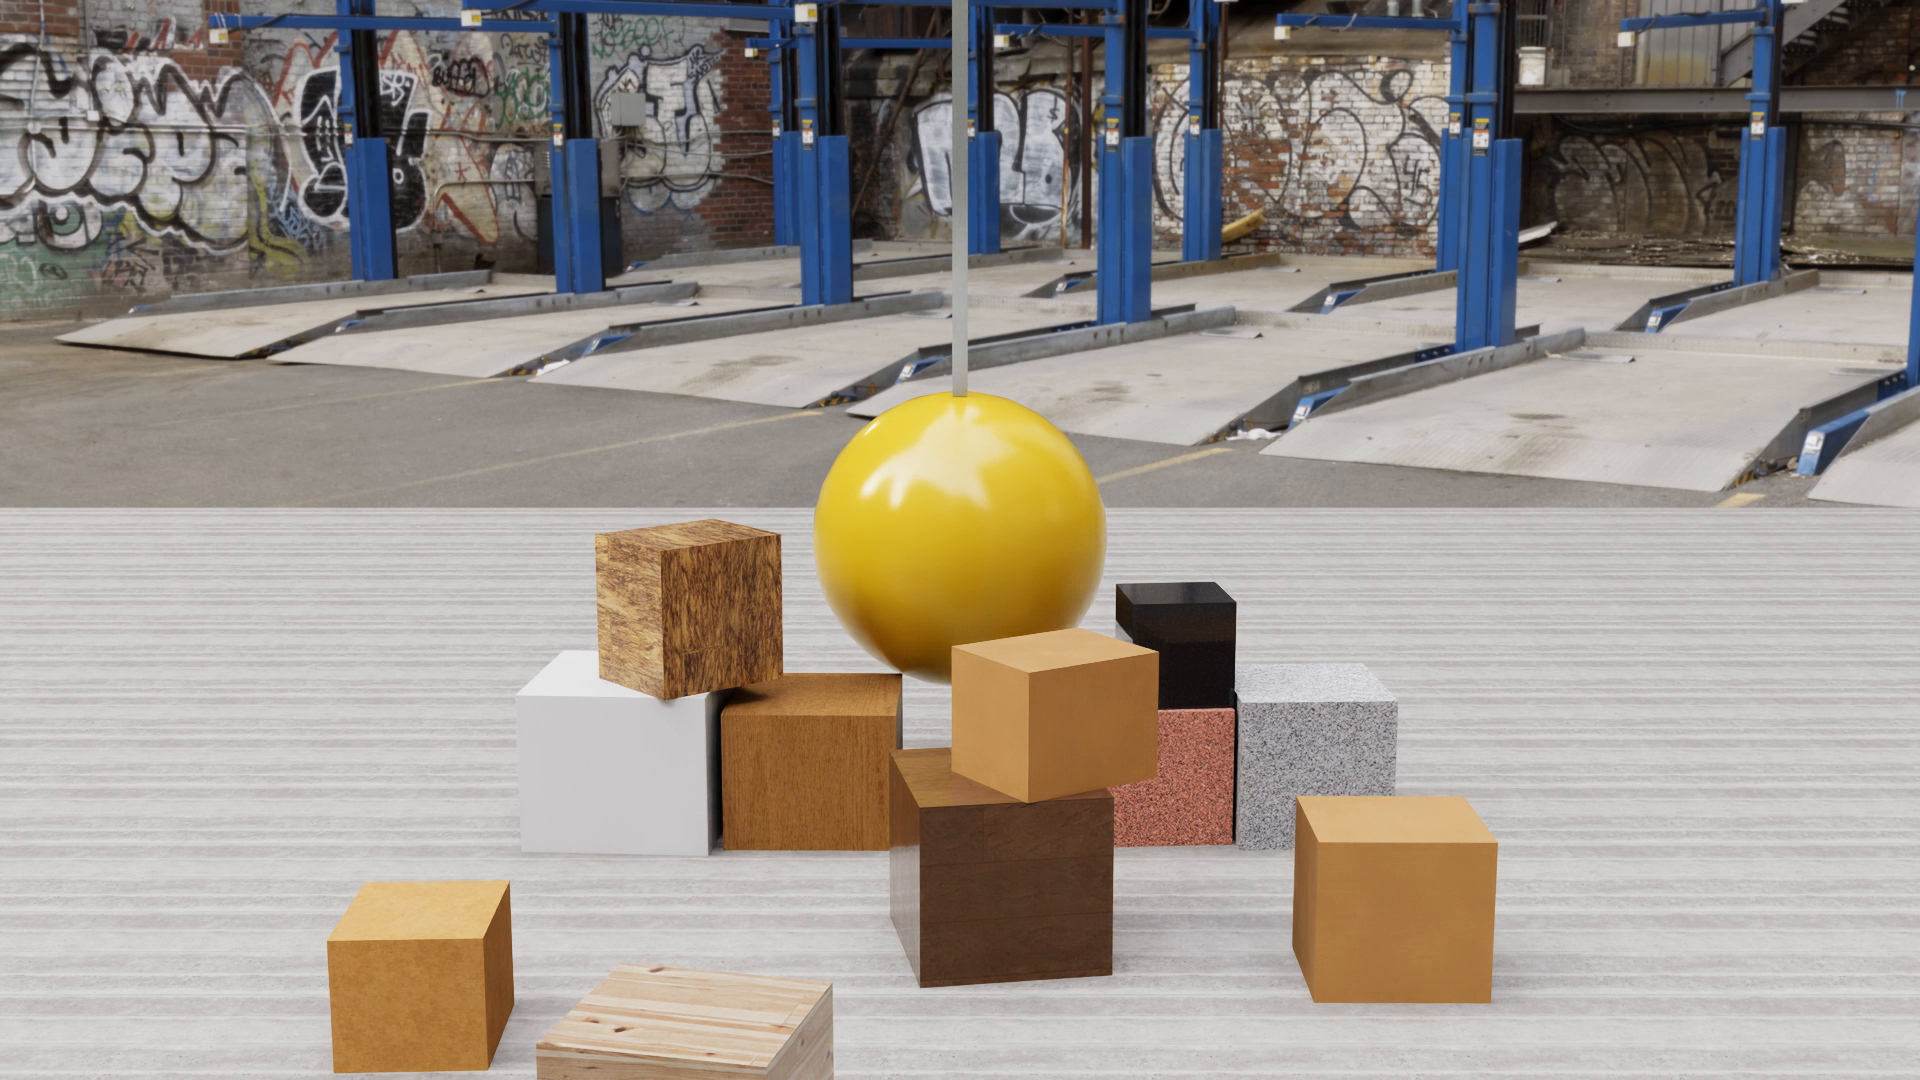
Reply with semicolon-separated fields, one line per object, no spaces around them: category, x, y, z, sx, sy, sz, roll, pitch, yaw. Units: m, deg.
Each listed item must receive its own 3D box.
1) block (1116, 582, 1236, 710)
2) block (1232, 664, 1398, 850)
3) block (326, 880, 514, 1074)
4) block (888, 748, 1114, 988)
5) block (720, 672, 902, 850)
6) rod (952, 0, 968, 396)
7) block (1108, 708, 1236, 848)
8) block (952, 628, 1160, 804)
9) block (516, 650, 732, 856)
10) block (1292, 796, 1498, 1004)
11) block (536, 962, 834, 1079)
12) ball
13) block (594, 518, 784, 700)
block;1.092;0.534;11.215;0.520;0.543;0.522;-1;10;-5
block;1.769;1.105;11.355;0.777;0.763;0.806;0;10;-2
block;-2.111;1.710;8.673;0.583;0.532;0.662;0;10;-3
block;0.164;1.402;9.653;0.828;0.788;0.883;-2;10;-10
block;-0.746;1.133;11.385;0.867;0.697;0.883;0;10;1
rod;0.000;-3.255;10.909;0.080;5.200;0.080;0;17;0
block;0.959;1.137;11.367;0.785;0.697;0.717;-1;10;-4
block;0.408;0.744;9.512;0.682;0.558;0.579;-7;12;-33
block;-1.690;1.081;11.364;0.945;0.806;0.968;1;10;4
block;1.826;1.512;9.320;0.728;0.691;0.644;0;10;0
block;-0.873;1.883;7.161;0.753;0.733;0.704;2;11;13
ball;0.000;-0.008;11.917;1.600;1.600;1.600;0;10;0
block;-1.368;0.336;11.131;0.716;0.743;0.605;-9;13;-40
